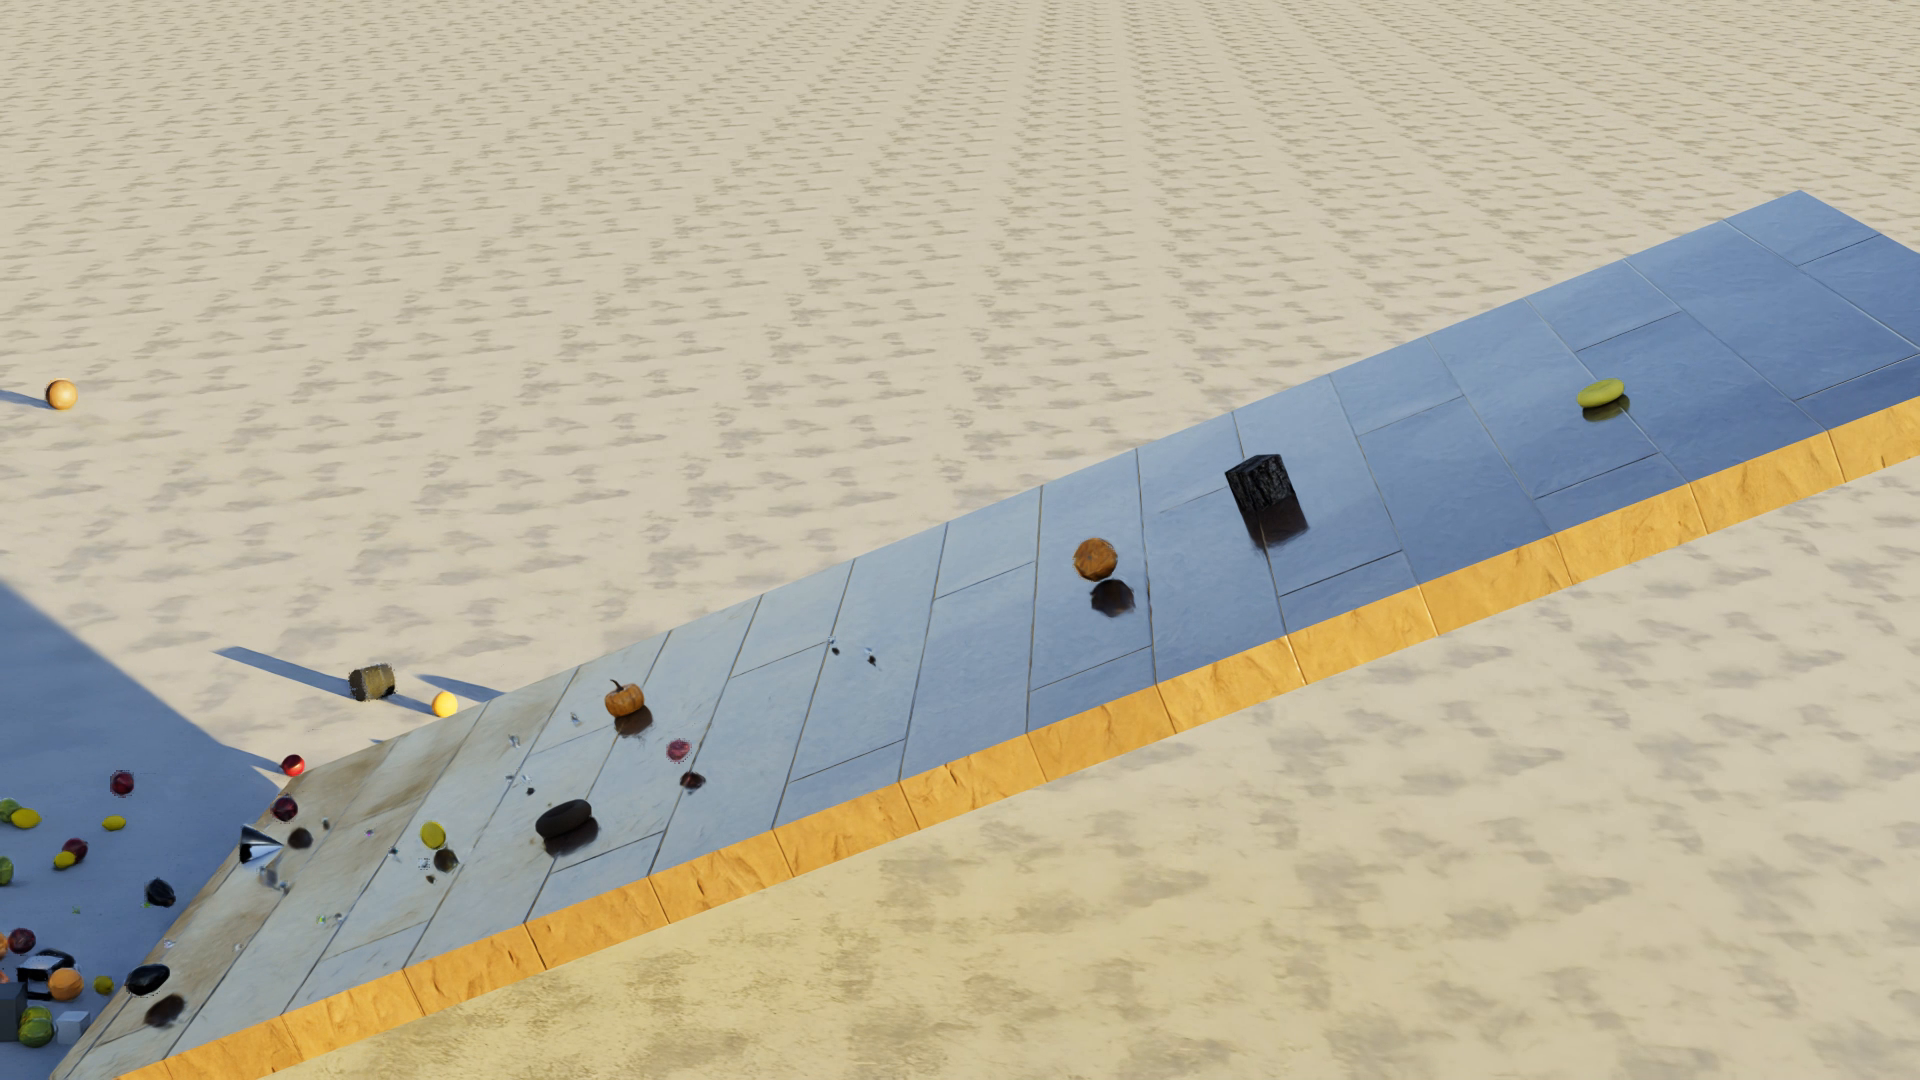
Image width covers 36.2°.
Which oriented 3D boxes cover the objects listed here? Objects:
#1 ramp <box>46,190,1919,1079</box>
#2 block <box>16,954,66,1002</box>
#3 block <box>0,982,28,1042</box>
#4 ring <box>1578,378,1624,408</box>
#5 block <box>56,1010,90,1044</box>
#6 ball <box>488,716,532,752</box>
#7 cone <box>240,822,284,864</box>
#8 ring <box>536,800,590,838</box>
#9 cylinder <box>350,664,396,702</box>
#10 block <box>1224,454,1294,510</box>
[{"bbox_3d":[0.125,0.173,6.289,4.000,0.100,2.000,-21,12,7],"label":"ramp"},{"bbox_3d":[-1.987,0.948,6.363,0.072,0.072,0.072,3,14,13],"label":"block"},{"bbox_3d":[-2.011,0.989,6.155,0.094,0.094,0.094,-1,14,-4],"label":"block"},{"bbox_3d":[1.282,-0.294,5.885,0.098,0.033,0.098,-23,11,5],"label":"ring"},{"bbox_3d":[-1.847,1.016,6.131,0.052,0.052,0.052,2,14,6],"label":"block"},{"bbox_3d":[-1.051,0.463,6.869,0.100,0.100,0.100,0,14,0],"label":"ball"},{"bbox_3d":[-1.609,0.704,6.802,0.095,0.095,0.095,3,14,-5],"label":"cone"},{"bbox_3d":[-0.803,0.564,5.953,0.120,0.040,0.120,-21,11,4],"label":"ring"},{"bbox_3d":[-1.692,0.410,8.467,0.094,0.094,0.094,-13,19,-42],"label":"cylinder"},{"bbox_3d":[0.630,-0.121,6.187,0.089,0.089,0.089,-29,13,-25],"label":"block"}]
